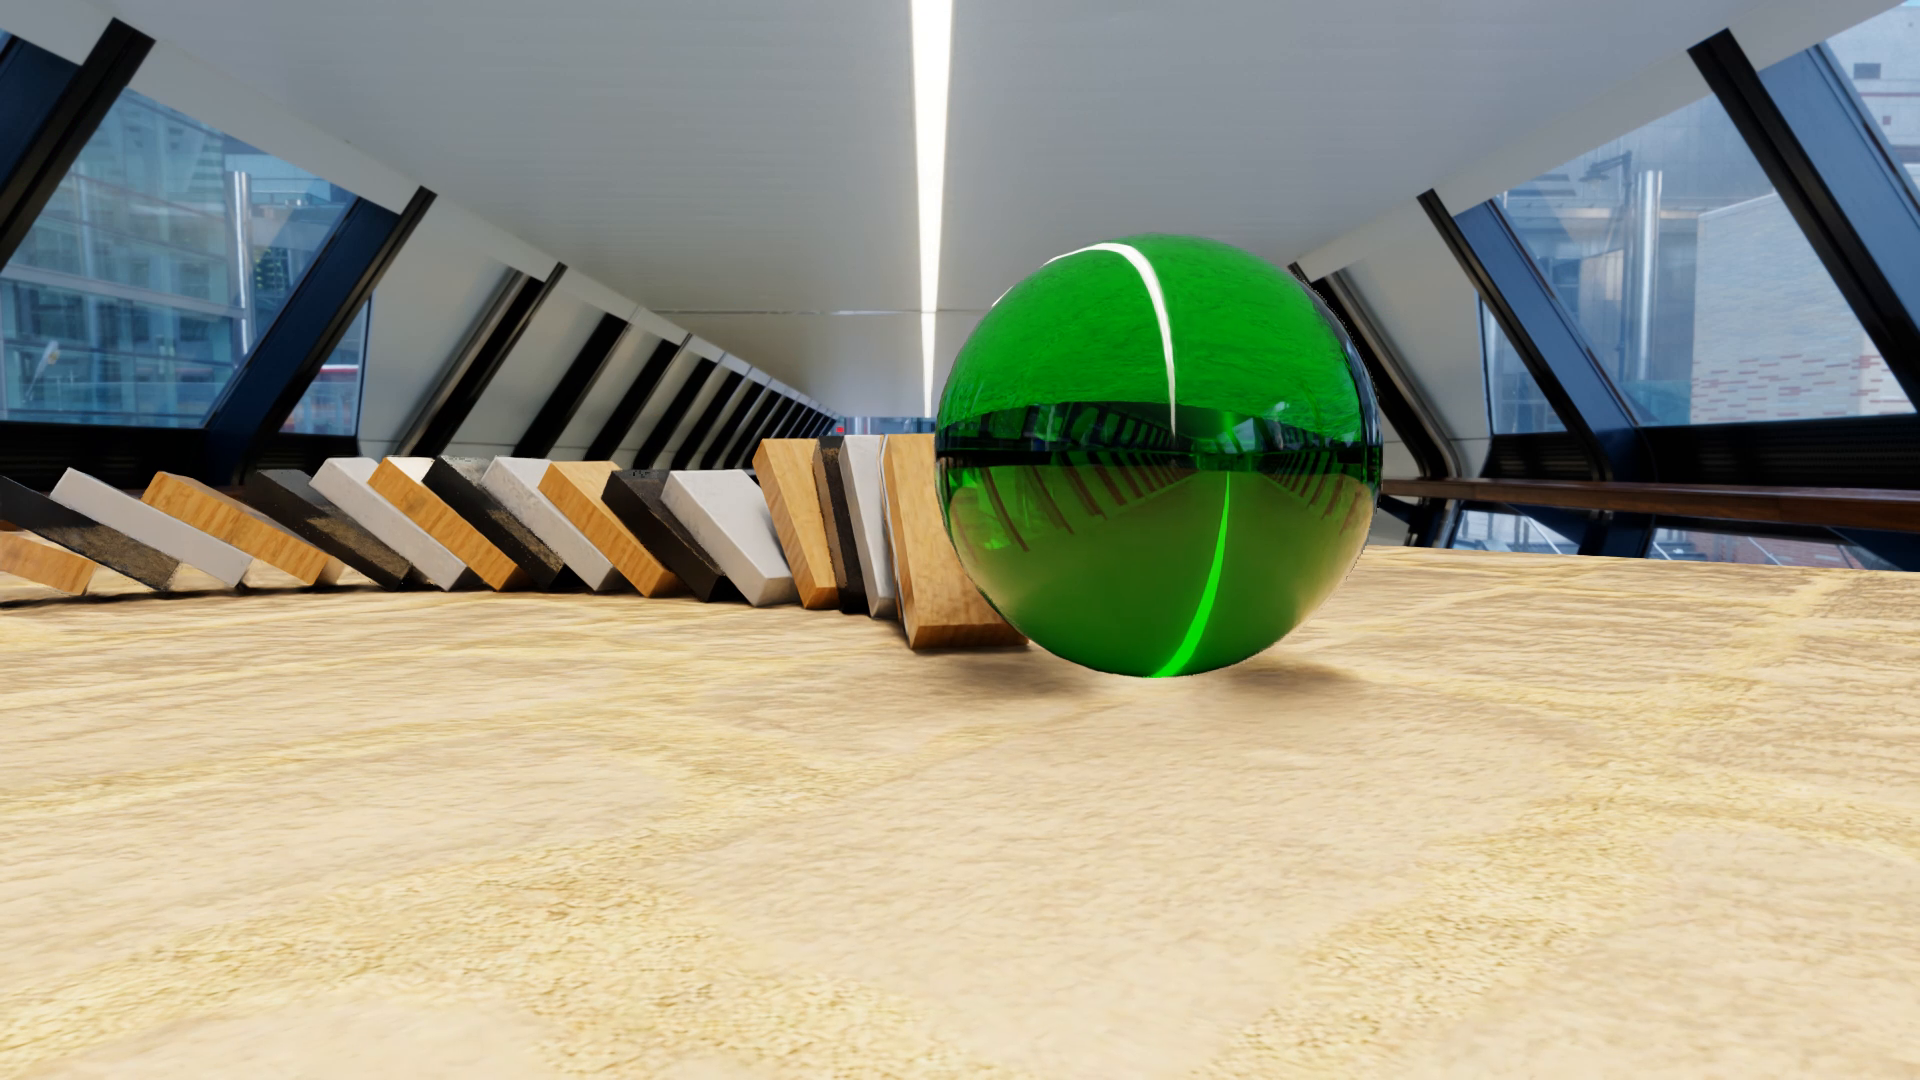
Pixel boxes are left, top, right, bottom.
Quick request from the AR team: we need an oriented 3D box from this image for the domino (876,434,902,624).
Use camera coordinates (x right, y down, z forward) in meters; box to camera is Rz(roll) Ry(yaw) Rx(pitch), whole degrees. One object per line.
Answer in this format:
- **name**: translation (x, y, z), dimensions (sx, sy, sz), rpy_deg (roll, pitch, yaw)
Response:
- **domino**: translation (-0.005, -0.003, 0.315), dimensions (0.025, 0.050, 0.009), rpy_deg (-1, -35, -14)

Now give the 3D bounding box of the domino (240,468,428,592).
- **domino**: translation (-0.181, -0.003, 0.377), dimensions (0.050, 0.010, 0.025), rpy_deg (33, 2, -4)

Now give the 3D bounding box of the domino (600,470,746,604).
- **domino**: translation (-0.076, -0.002, 0.362), dimensions (0.050, 0.010, 0.025), rpy_deg (40, 25, 26)

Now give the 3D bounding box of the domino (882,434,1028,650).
- **domino**: translation (-0.001, -0.001, 0.278), dimensions (0.025, 0.050, 0.010), rpy_deg (-1, -35, -14)

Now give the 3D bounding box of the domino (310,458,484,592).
- **domino**: translation (-0.163, -0.005, 0.379), dimensions (0.050, 0.010, 0.025), rpy_deg (38, 4, -1)

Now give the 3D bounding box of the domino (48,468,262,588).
- **domino**: translation (-0.224, -0.003, 0.361), dimensions (0.050, 0.010, 0.025), rpy_deg (31, -14, -18)

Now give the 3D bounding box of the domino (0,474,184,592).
- **domino**: translation (-0.240, -0.002, 0.350), dimensions (0.050, 0.009, 0.025), rpy_deg (32, -16, -23)

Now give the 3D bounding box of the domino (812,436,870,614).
- **domino**: translation (-0.022, -0.005, 0.337), dimensions (0.025, 0.050, 0.009), rpy_deg (-1, -35, -20)

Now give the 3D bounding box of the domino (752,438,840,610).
- **domino**: translation (-0.036, -0.005, 0.346), dimensions (0.025, 0.050, 0.010), rpy_deg (-3, -36, -32)

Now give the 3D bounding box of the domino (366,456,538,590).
- **domino**: translation (-0.147, -0.005, 0.380), dimensions (0.050, 0.010, 0.025), rpy_deg (38, 7, 4)

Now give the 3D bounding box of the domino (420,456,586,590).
- **domino**: translation (-0.131, -0.005, 0.379), dimensions (0.050, 0.010, 0.025), rpy_deg (39, 8, 8)

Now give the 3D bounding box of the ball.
- **ball**: translation (0.035, -0.015, 0.233), dimensions (0.080, 0.080, 0.080), rpy_deg (0, 4, 0)

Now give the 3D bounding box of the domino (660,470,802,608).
- **domino**: translation (-0.058, -0.001, 0.354), dimensions (0.025, 0.009, 0.050), rpy_deg (-5, 39, -47)

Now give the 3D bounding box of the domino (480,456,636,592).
- **domino**: translation (-0.114, -0.005, 0.377), dimensions (0.050, 0.009, 0.025), rpy_deg (40, 13, 14)

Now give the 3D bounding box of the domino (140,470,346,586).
- **domino**: translation (-0.205, -0.003, 0.371), dimensions (0.050, 0.010, 0.025), rpy_deg (29, -8, -11)

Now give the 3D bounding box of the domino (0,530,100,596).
- **domino**: translation (-0.257, 0.001, 0.337), dimensions (0.050, 0.010, 0.025), rpy_deg (26, -16, -29)

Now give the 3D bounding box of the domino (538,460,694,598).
- **domino**: translation (-0.096, -0.004, 0.371), dimensions (0.050, 0.010, 0.025), rpy_deg (41, 21, 19)

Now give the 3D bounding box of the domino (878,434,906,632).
- **domino**: translation (-0.003, -0.003, 0.303), dimensions (0.025, 0.050, 0.010), rpy_deg (-1, -35, -14)

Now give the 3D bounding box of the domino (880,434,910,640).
- **domino**: translation (-0.002, -0.002, 0.291), dimensions (0.025, 0.050, 0.010), rpy_deg (-1, -35, -14)

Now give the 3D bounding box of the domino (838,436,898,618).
- **domino**: translation (-0.014, -0.004, 0.326), dimensions (0.025, 0.050, 0.010), rpy_deg (-2, -35, -20)
